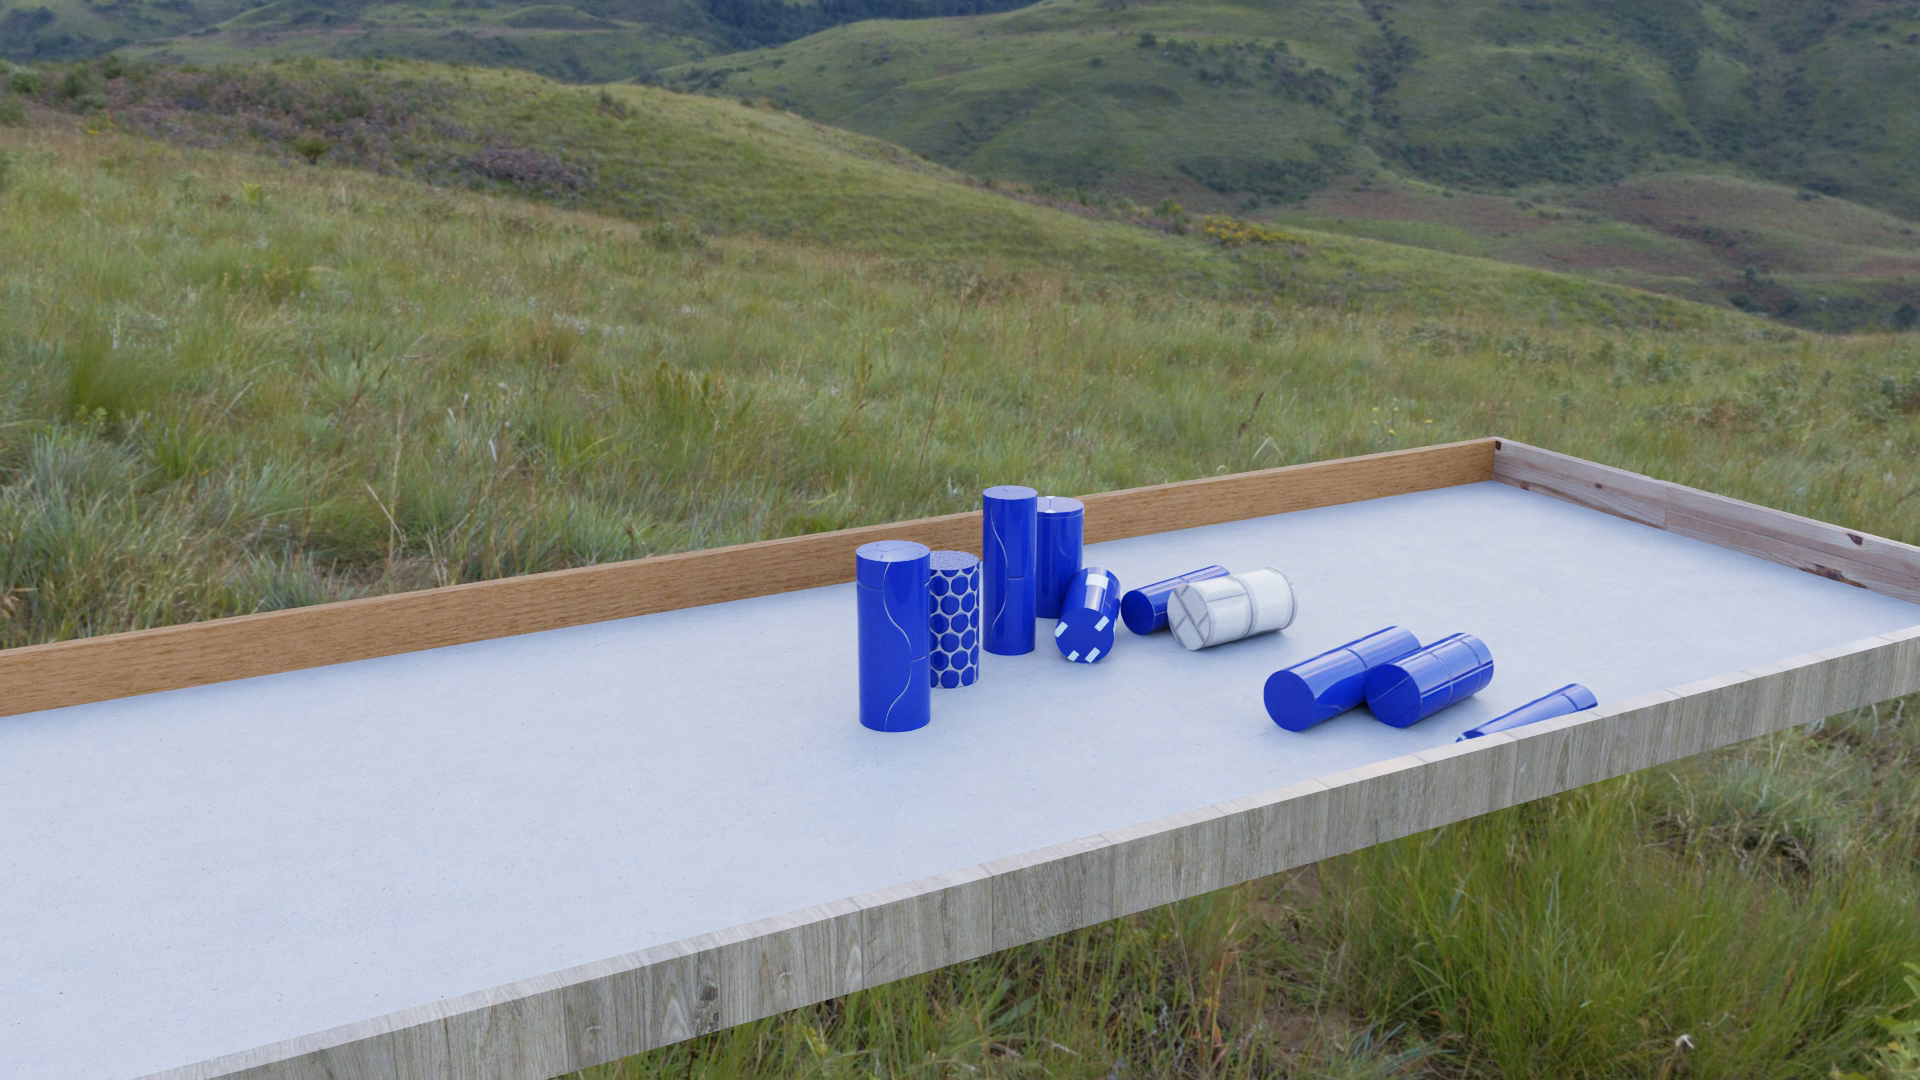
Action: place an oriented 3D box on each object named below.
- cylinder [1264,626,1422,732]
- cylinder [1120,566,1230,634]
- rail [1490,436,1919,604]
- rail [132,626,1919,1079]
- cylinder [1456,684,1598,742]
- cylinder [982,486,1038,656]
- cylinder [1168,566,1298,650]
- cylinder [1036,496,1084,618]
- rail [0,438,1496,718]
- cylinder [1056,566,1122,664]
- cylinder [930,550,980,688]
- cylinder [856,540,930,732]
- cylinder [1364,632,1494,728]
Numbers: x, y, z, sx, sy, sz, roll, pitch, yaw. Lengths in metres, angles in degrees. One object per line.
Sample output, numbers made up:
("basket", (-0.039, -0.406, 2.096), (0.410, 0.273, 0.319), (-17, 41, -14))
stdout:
("cylinder", (0.929, 0.330, 3.973), (0.454, 0.146, 0.146), (-15, 22, -41))
("cylinder", (0.607, 0.165, 4.574), (0.341, 0.124, 0.124), (-14, 21, -40))
("rail", (2.466, -0.048, 5.253), (0.050, 0.150, 2.100), (-9, 18, -27))
("rail", (-2.336, 1.006, 1.665), (12.000, 0.150, 0.050), (-9, 18, -27))
("cylinder", (1.283, 0.426, 3.721), (0.424, 0.105, 0.105), (-14, 21, -39))
("cylinder", (0.130, 0.080, 4.331), (0.142, 0.424, 0.142), (0, 16, 0))
("cylinder", (0.732, 0.181, 4.428), (0.305, 0.175, 0.175), (-10, 19, -30))
("cylinder", (0.259, 0.048, 4.647), (0.174, 0.307, 0.174), (0, 16, 0))
("rail", (-3.305, 0.497, 3.399), (12.000, 0.150, 0.050), (-9, 18, -27))
("cylinder", (0.347, 0.197, 4.415), (0.152, 0.152, 0.355), (2, 17, 8))
("cylinder", (-0.035, 0.198, 4.134), (0.167, 0.309, 0.167), (0, 16, 0))
("cylinder", (-0.154, 0.224, 3.856), (0.171, 0.415, 0.171), (0, 16, 0))
("cylinder", (1.126, 0.333, 3.952), (0.320, 0.152, 0.152), (-15, 22, -41))
